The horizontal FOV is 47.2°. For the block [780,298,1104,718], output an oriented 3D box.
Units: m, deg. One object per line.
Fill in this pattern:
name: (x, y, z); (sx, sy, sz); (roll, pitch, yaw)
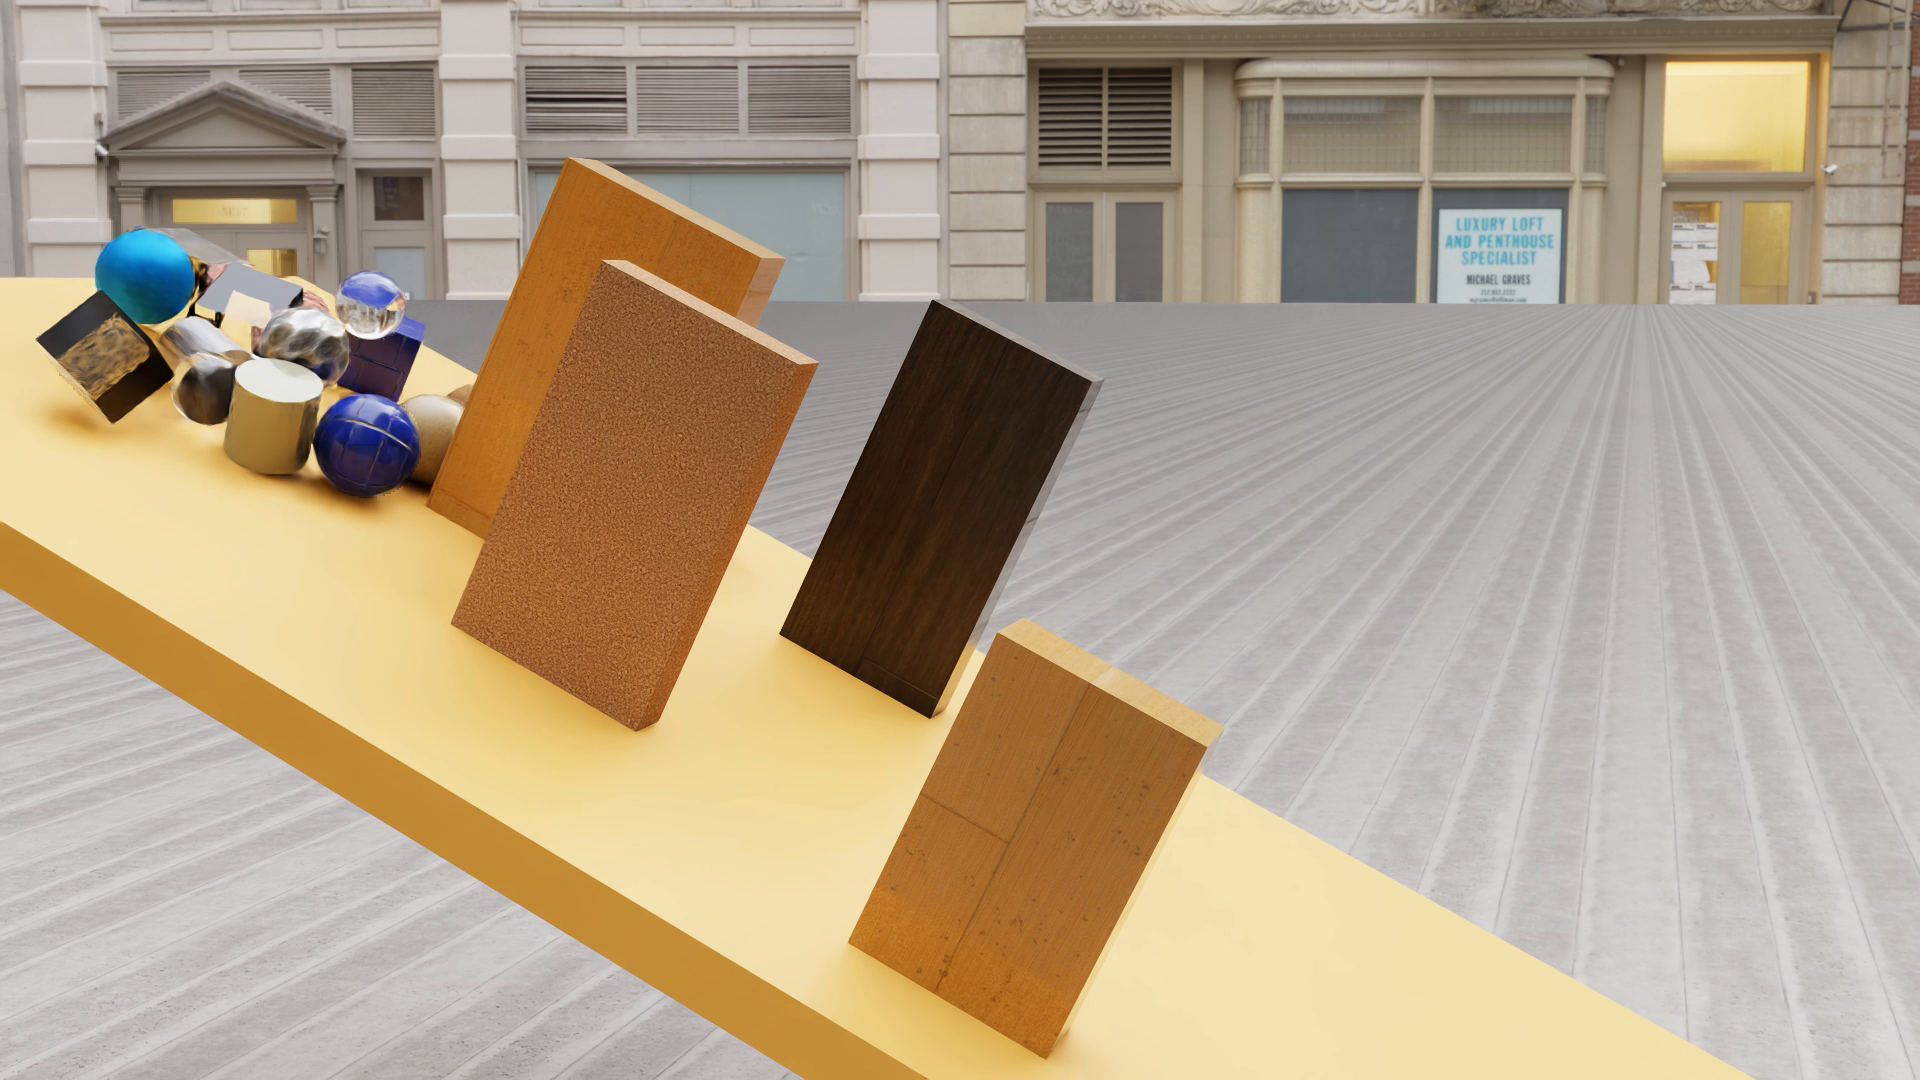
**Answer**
block: (-0.043, -0.063, 4.509); (0.368, 0.773, 0.107); (28, 14, 12)

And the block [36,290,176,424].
block: (-1.548, -0.331, 3.990); (0.143, 0.143, 0.143); (42, -18, 16)

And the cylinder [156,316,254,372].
cylinder: (-1.490, -0.347, 4.344); (0.139, 0.139, 0.139); (34, 24, 27)

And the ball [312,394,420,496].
ball: (-1.142, -0.184, 4.232); (0.198, 0.198, 0.198); (0, 7, 0)

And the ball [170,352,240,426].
ball: (-1.432, -0.289, 4.196); (0.142, 0.142, 0.142); (0, 7, 0)

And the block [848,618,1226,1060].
block: (0.114, 0.450, 3.343); (0.351, 0.549, 0.146); (28, 14, 12)

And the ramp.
ramp: (-0.252, 0.427, 4.164); (4.000, 0.100, 2.000); (28, 14, 12)

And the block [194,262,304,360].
block: (-1.473, -0.447, 4.560); (0.158, 0.158, 0.158); (20, 43, 1)

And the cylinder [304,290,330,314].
cylinder: (-1.452, -0.467, 4.838); (0.134, 0.134, 0.134); (-2, 26, -19)

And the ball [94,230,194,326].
ball: (-1.568, -0.504, 4.230); (0.181, 0.181, 0.181); (0, 7, 0)

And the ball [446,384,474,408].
ball: (-1.028, -0.243, 4.690); (0.182, 0.182, 0.182); (0, 7, 0)

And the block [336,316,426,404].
block: (-1.303, -0.419, 4.909); (0.161, 0.161, 0.161); (21, 14, -17)

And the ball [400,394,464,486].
ball: (-1.073, -0.203, 4.457); (0.185, 0.185, 0.185); (0, 7, 0)

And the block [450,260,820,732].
block: (-0.565, -0.076, 3.776); (0.392, 0.703, 0.094); (28, 14, 12)

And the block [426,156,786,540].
block: (-0.697, -0.303, 4.287); (0.440, 0.754, 0.125); (28, 14, 12)

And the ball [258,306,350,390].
ball: (-1.270, -0.368, 4.264); (0.170, 0.170, 0.170); (0, 7, 0)

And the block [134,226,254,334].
block: (-1.660, -0.544, 4.683); (0.182, 0.182, 0.182); (28, 12, 9)

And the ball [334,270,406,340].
ball: (-1.272, -0.507, 4.739); (0.148, 0.148, 0.148); (0, 7, 0)

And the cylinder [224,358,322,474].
cylinder: (-1.296, -0.233, 4.149); (0.159, 0.159, 0.159); (15, 29, -9)
